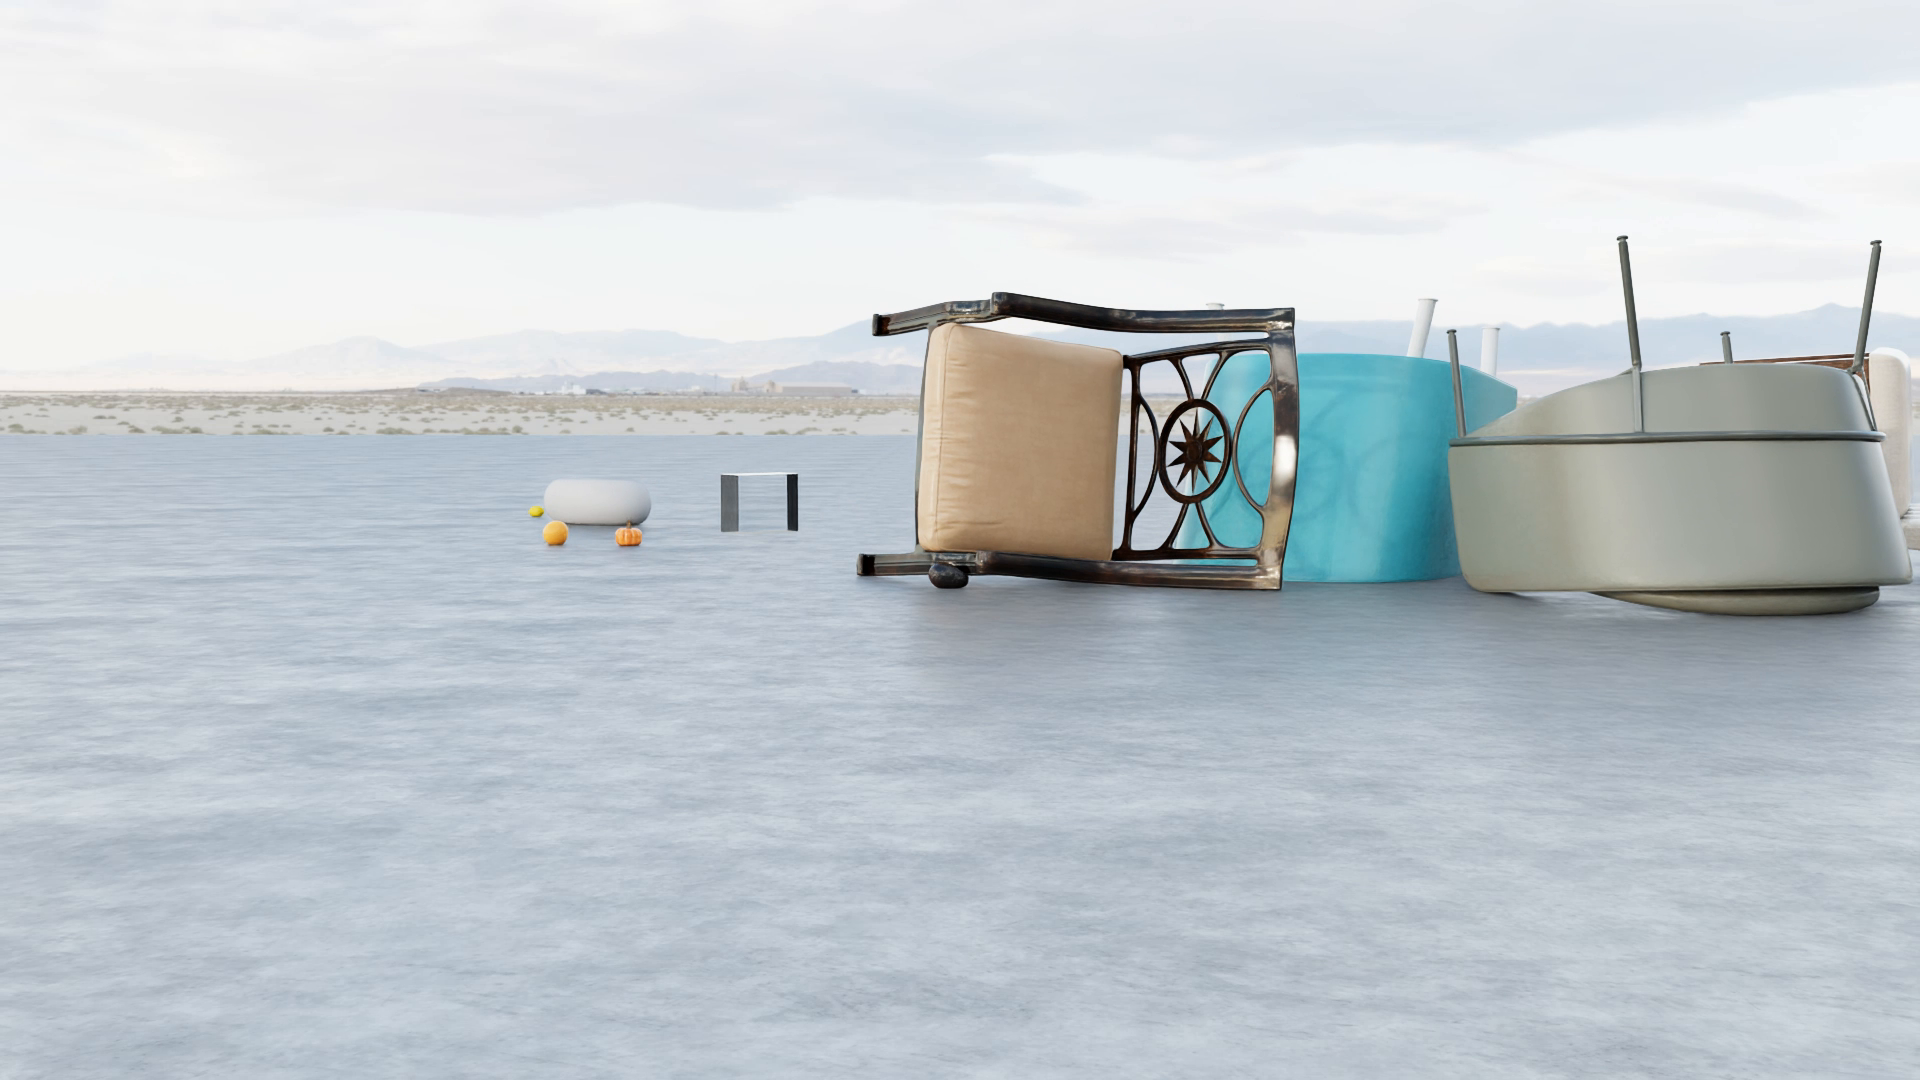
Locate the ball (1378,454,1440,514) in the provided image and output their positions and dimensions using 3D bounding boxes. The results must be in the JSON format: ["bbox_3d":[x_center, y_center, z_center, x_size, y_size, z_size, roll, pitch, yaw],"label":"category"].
[{"bbox_3d":[1.615,-0.202,7.893,0.218,0.218,0.218,0,4,0],"label":"ball"}]

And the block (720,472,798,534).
[{"bbox_3d":[-0.631,-0.117,6.920,0.217,0.182,0.111,-3,5,-36],"label":"block"}]

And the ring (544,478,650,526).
[{"bbox_3d":[-1.212,-0.127,7.348,0.432,0.147,0.215,3,3,31],"label":"ring"}]

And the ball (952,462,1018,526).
[{"bbox_3d":[0.081,-0.151,7.180,0.214,0.214,0.214,0,4,0],"label":"ball"}]
